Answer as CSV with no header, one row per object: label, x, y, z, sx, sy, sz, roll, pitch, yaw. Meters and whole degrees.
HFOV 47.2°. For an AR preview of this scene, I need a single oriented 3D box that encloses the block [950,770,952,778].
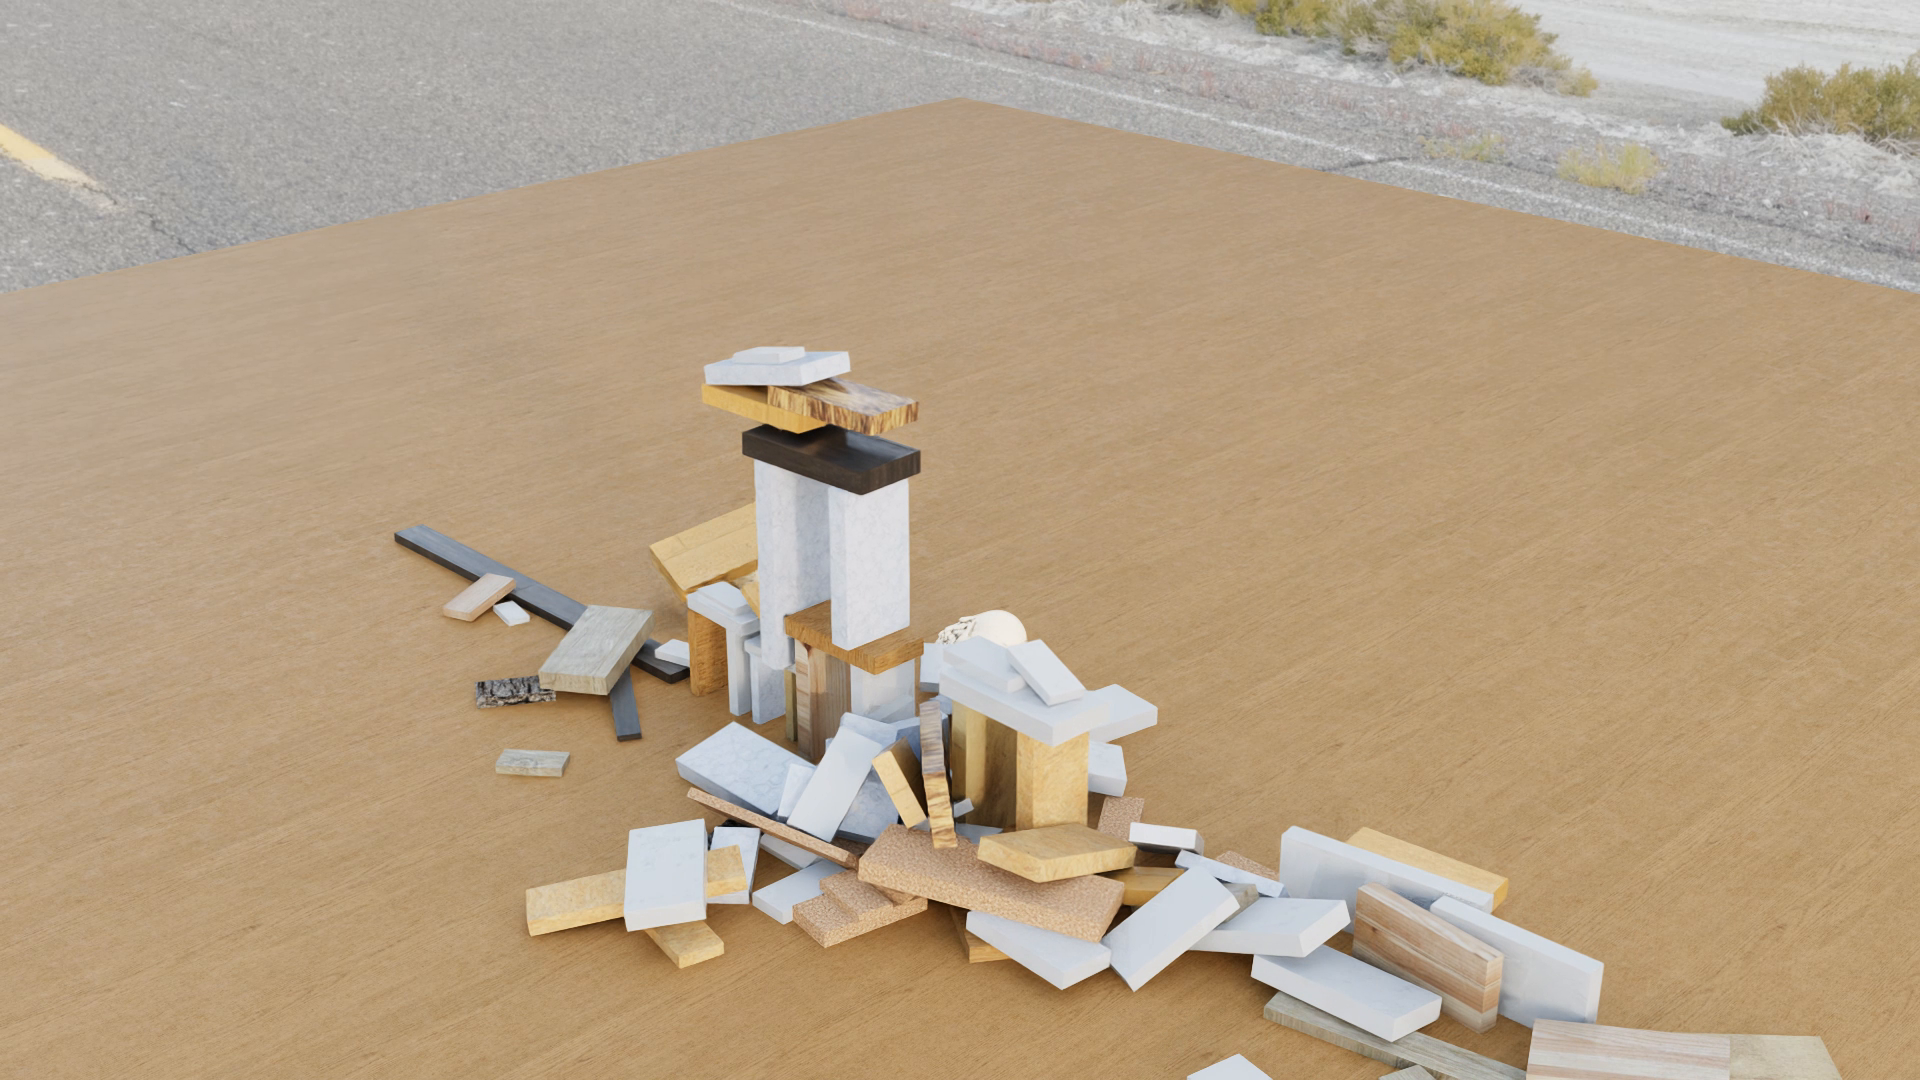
block,-0.167,0.516,4.461,0.342,0.020,0.071,-14,27,-30

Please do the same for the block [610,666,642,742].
block,-0.758,0.335,4.919,0.053,0.015,0.417,-7,27,-11

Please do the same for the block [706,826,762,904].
block,-0.436,0.622,4.208,0.089,0.025,0.177,1,37,3

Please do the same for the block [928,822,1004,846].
block,-0.018,0.581,4.296,0.184,0.026,0.092,4,15,25

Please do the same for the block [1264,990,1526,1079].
block,0.875,0.892,3.629,0.792,0.023,0.082,15,27,31

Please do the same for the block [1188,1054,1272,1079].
block,0.480,0.918,3.557,0.111,0.031,0.221,-15,27,-31

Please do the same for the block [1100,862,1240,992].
block,0.370,0.692,3.940,0.243,0.034,0.122,-37,32,-9

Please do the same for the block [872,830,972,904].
block,-0.074,0.615,4.165,0.084,0.024,0.203,17,36,36

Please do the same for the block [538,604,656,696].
block,-0.827,0.249,5.027,0.158,0.045,0.317,5,27,12

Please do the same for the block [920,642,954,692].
block,0.027,0.292,4.903,0.230,0.033,0.115,4,46,-3

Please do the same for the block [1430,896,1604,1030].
block,0.953,0.747,3.803,0.310,0.155,0.044,20,30,39

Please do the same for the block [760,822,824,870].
block,-0.322,0.598,4.295,0.145,0.021,0.072,22,53,42

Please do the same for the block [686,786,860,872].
block,-0.359,0.563,4.273,0.426,0.072,0.021,16,73,37

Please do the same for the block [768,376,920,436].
block,-0.236,-0.276,4.425,0.283,0.040,0.141,19,27,36

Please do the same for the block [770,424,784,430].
block,-0.376,-0.252,4.537,0.053,0.015,0.105,-14,26,-36

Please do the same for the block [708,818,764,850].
block,-0.452,0.597,4.322,0.089,0.025,0.177,12,26,26

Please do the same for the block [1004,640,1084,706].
block,0.161,0.251,4.189,0.079,0.022,0.158,-11,40,-30

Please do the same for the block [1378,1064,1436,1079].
block,0.761,0.917,3.571,0.082,0.023,0.164,-11,25,-24

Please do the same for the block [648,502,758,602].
block,-0.491,-0.013,5.361,0.519,0.045,0.158,-24,57,-27

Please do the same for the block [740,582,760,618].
block,-0.402,0.160,4.772,0.069,0.020,0.180,-14,51,-34

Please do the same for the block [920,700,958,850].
block,-0.044,0.447,4.253,0.041,0.146,0.492,-9,11,0

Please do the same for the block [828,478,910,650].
block,-0.181,0.037,4.435,0.170,0.340,0.048,-21,31,-40

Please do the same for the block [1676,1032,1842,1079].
block,1.285,0.880,3.632,0.307,0.043,0.153,1,23,3

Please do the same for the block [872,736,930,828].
block,-0.104,0.469,4.280,0.041,0.146,0.292,-29,-2,4

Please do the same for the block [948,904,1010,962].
block,0.038,0.680,4.118,0.111,0.031,0.333,-5,23,-11

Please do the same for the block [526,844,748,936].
block,-0.605,0.654,4.114,0.406,0.032,0.113,-11,24,-8

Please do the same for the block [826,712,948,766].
block,-0.148,0.438,4.522,0.265,0.115,0.033,-12,26,-26

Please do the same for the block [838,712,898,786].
block,-0.200,0.467,4.406,0.113,0.032,0.226,17,60,-13

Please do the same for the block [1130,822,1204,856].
block,0.396,0.574,4.193,0.122,0.034,0.243,6,-11,11

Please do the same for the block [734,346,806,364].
block,-0.392,-0.380,4.515,0.141,0.020,0.071,5,18,44

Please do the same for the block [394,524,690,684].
block,-1.036,0.143,5.393,0.086,0.024,1.168,-21,31,-40

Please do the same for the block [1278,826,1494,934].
block,0.770,0.658,4.011,0.401,0.155,0.044,16,28,34

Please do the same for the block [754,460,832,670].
block,-0.343,0.032,4.605,0.048,0.462,0.170,20,30,39

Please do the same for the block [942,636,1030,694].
block,0.064,0.240,4.264,0.095,0.027,0.189,-19,29,-37

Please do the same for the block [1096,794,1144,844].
block,0.311,0.583,4.358,0.079,0.022,0.264,4,23,10

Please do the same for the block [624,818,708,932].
block,-0.544,0.619,4.084,0.143,0.041,0.286,-9,24,-2

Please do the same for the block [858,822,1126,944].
block,0.058,0.628,4.047,0.465,0.043,0.153,12,23,17

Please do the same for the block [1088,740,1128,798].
block,0.162,0.442,4.509,0.352,0.041,0.143,11,23,-6

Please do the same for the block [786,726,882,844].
block,-0.245,0.482,4.305,0.092,0.026,0.239,25,56,6

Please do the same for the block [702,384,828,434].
block,-0.385,-0.287,4.549,0.283,0.040,0.141,19,27,37

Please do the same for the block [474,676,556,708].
block,-0.997,0.339,4.930,0.172,0.024,0.086,-5,24,-13
